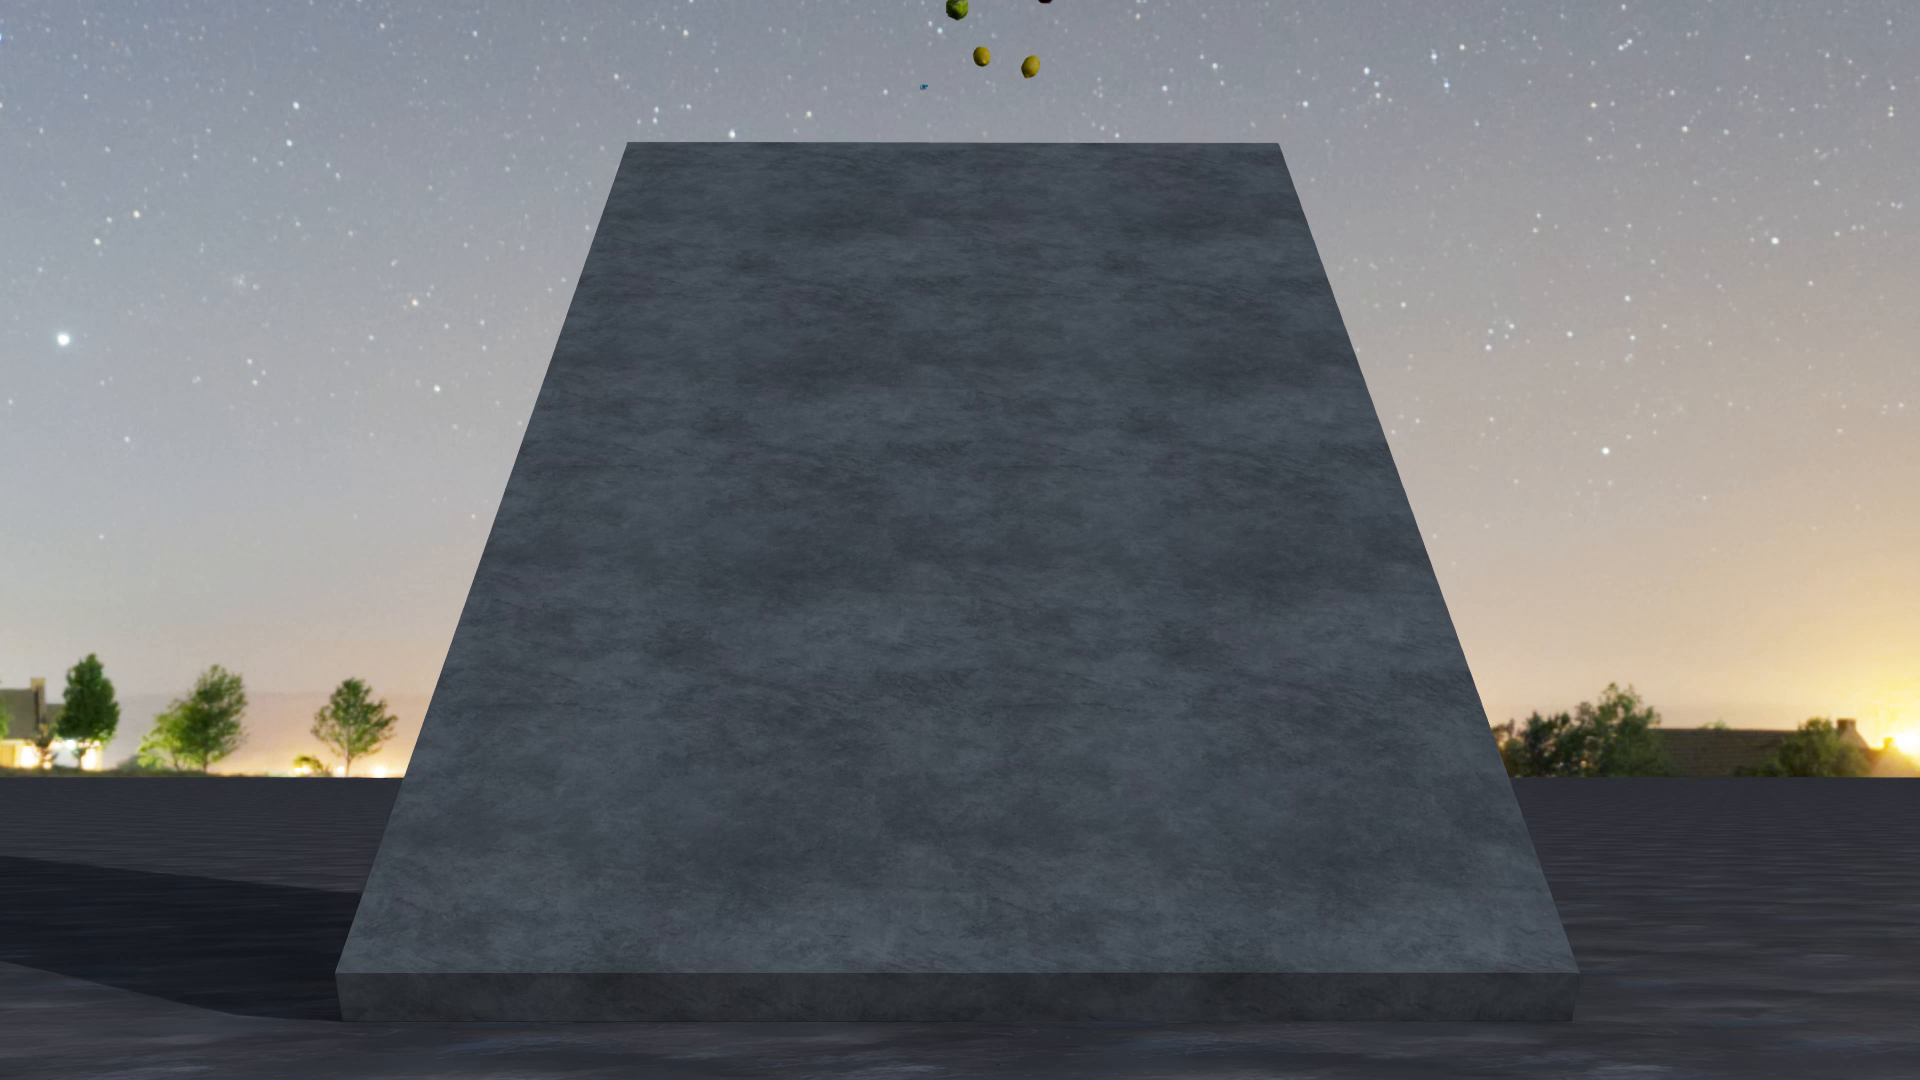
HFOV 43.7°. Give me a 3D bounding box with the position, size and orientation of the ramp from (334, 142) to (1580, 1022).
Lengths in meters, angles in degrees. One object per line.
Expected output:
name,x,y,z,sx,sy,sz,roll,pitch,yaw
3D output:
ramp,-0.012,-0.219,5.628,2.000,0.100,4.000,0,29,0
